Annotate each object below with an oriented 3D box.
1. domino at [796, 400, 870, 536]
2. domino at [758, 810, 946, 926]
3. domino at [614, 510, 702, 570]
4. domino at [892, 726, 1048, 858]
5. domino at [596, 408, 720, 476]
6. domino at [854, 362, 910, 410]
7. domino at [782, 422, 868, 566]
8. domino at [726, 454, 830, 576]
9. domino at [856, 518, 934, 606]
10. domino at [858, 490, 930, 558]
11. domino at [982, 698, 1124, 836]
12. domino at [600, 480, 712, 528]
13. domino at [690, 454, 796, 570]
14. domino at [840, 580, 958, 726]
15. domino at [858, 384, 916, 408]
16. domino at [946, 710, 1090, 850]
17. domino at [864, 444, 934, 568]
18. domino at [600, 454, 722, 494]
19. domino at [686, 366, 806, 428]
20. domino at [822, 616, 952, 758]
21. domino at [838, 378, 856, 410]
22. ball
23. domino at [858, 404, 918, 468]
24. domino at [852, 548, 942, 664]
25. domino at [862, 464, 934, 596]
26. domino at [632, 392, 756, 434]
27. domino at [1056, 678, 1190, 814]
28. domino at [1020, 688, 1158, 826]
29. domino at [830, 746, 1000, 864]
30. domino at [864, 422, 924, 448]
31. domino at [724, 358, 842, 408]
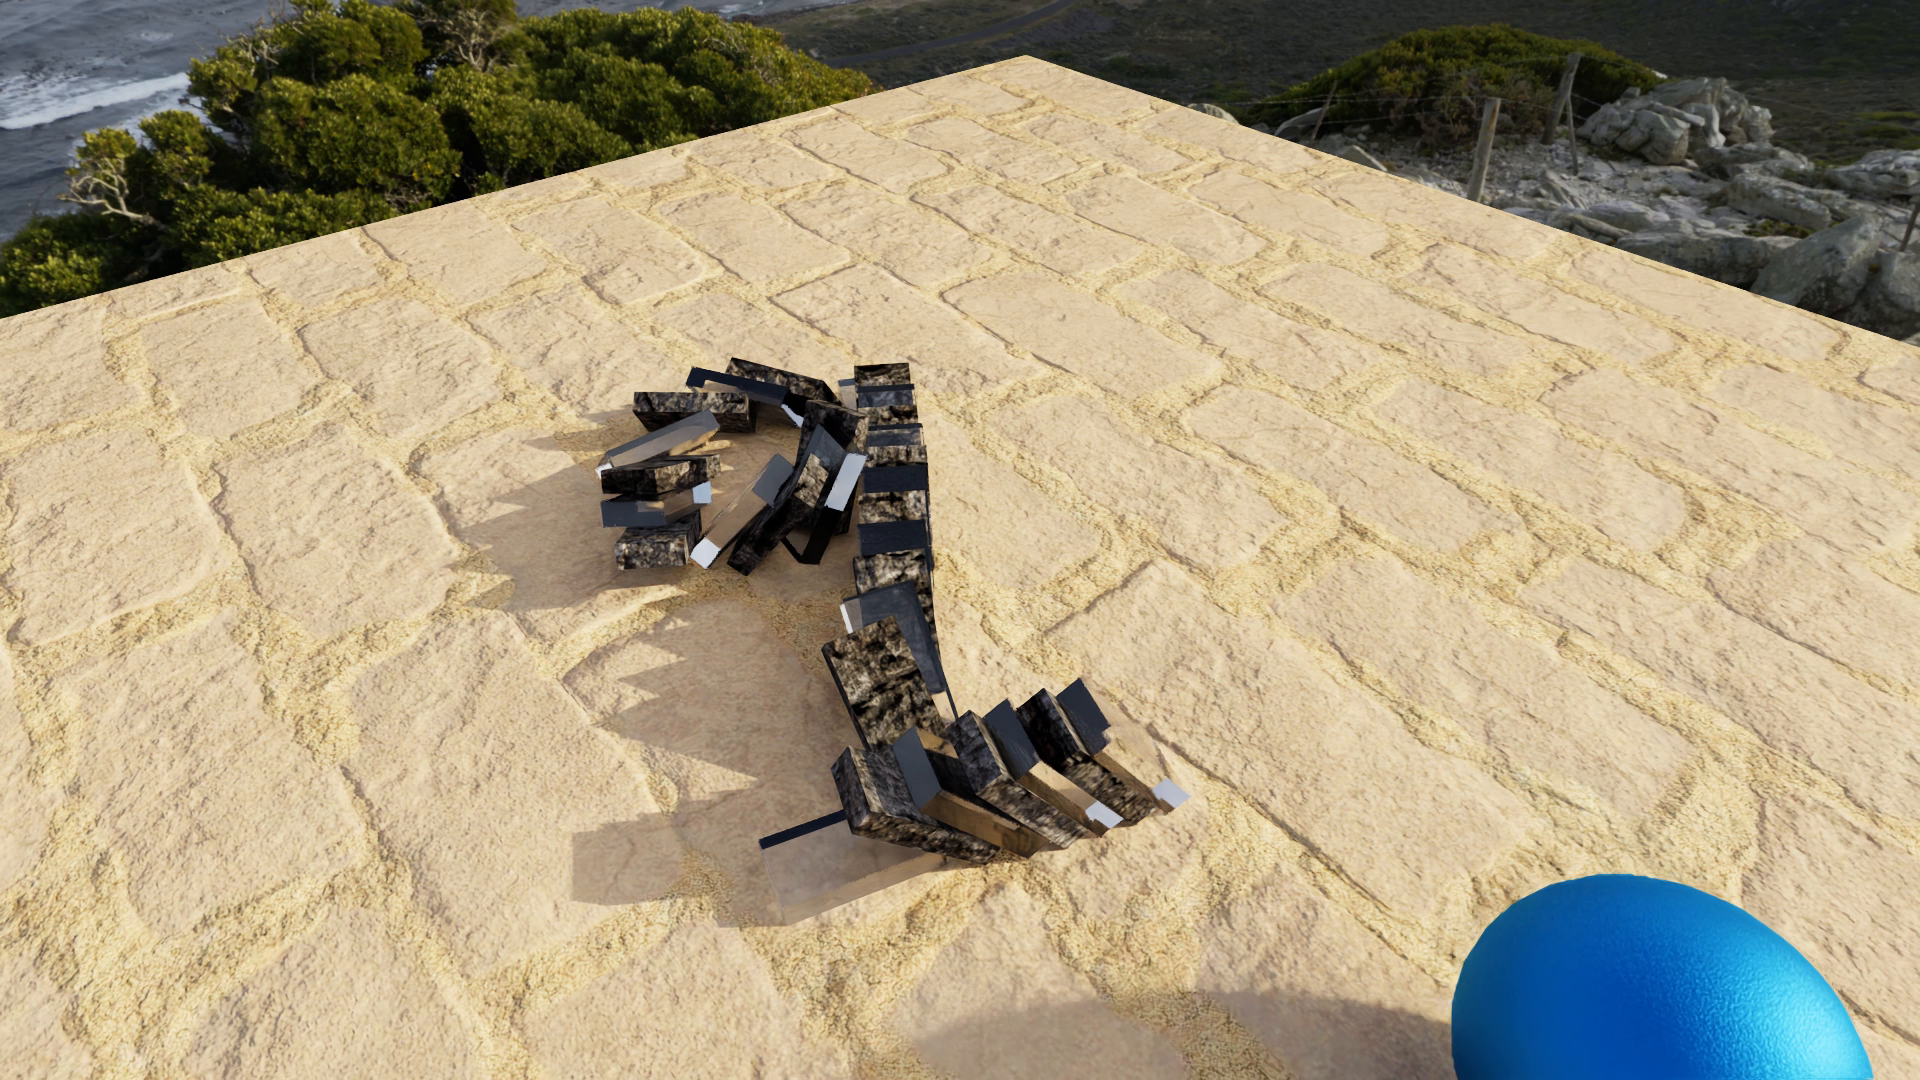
[{"bbox_3d":[-0.054,-0.030,0.448,0.025,0.050,0.009,19,16,23],"label":"domino"},{"bbox_3d":[-0.032,0.094,0.329,0.050,0.009,0.025,-16,42,-18],"label":"domino"},{"bbox_3d":[-0.117,-0.001,0.429,0.025,0.010,0.050,-4,16,-5],"label":"domino"},{"bbox_3d":[0.004,0.075,0.325,0.009,0.050,0.025,-45,40,13],"label":"domino"},{"bbox_3d":[-0.132,-0.040,0.481,0.050,0.025,0.010,-30,92,-31],"label":"domino"},{"bbox_3d":[-0.033,-0.055,0.492,0.025,0.009,0.050,-4,69,-5],"label":"domino"},{"bbox_3d":[-0.056,-0.018,0.435,0.009,0.050,0.025,7,28,-42],"label":"domino"},{"bbox_3d":[-0.070,-0.009,0.426,0.009,0.050,0.025,36,39,-18],"label":"domino"},{"bbox_3d":[-0.023,0.019,0.399,0.025,0.009,0.050,-4,76,-5],"label":"domino"},{"bbox_3d":[-0.024,0.007,0.411,0.025,0.010,0.050,-3,76,-5],"label":"domino"},{"bbox_3d":[0.028,0.069,0.331,0.010,0.050,0.025,-40,43,9],"label":"domino"},{"bbox_3d":[-0.121,-0.015,0.442,0.025,0.010,0.050,-1,12,8],"label":"domino"},{"bbox_3d":[-0.085,-0.011,0.429,0.009,0.050,0.025,41,40,-14],"label":"domino"},{"bbox_3d":[-0.021,0.041,0.371,0.025,0.009,0.050,-16,78,-16],"label":"domino"},{"bbox_3d":[-0.030,-0.043,0.477,0.025,0.010,0.050,-4,70,-5],"label":"domino"},{"bbox_3d":[0.017,0.072,0.327,0.009,0.050,0.025,-40,43,9],"label":"domino"},{"bbox_3d":[-0.024,-0.012,0.436,0.025,0.009,0.050,-3,76,-5],"label":"domino"},{"bbox_3d":[-0.123,-0.028,0.457,0.025,0.009,0.050,0,11,18],"label":"domino"},{"bbox_3d":[-0.099,-0.066,0.512,0.050,0.025,0.010,14,76,16],"label":"domino"},{"bbox_3d":[-0.023,0.053,0.357,0.025,0.010,0.050,-22,79,-20],"label":"domino"},{"bbox_3d":[-0.041,-0.060,0.517,0.025,0.009,0.050,-9,40,-11],"label":"domino"},{"bbox_3d":[0.153,0.116,0.246,0.080,0.080,0.080,0,39,0],"label":"ball"},{"bbox_3d":[-0.028,-0.032,0.462,0.025,0.010,0.050,-5,72,-6],"label":"domino"},{"bbox_3d":[-0.022,0.030,0.385,0.025,0.010,0.050,-7,76,-9],"label":"domino"},{"bbox_3d":[-0.024,-0.003,0.424,0.025,0.009,0.050,-3,76,-5],"label":"domino"},{"bbox_3d":[-0.120,-0.058,0.501,0.050,0.025,0.010,1,75,1],"label":"domino"},{"bbox_3d":[0.050,0.064,0.337,0.010,0.050,0.025,-40,43,9],"label":"domino"},{"bbox_3d":[0.039,0.066,0.334,0.009,0.050,0.025,-40,43,9],"label":"domino"},{"bbox_3d":[-0.012,0.078,0.324,0.050,0.010,0.025,24,23,-35],"label":"domino"},{"bbox_3d":[-0.026,-0.022,0.448,0.025,0.009,0.050,-4,76,-5],"label":"domino"},{"bbox_3d":[-0.083,-0.071,0.517,0.050,0.025,0.010,17,77,19],"label":"domino"}]
